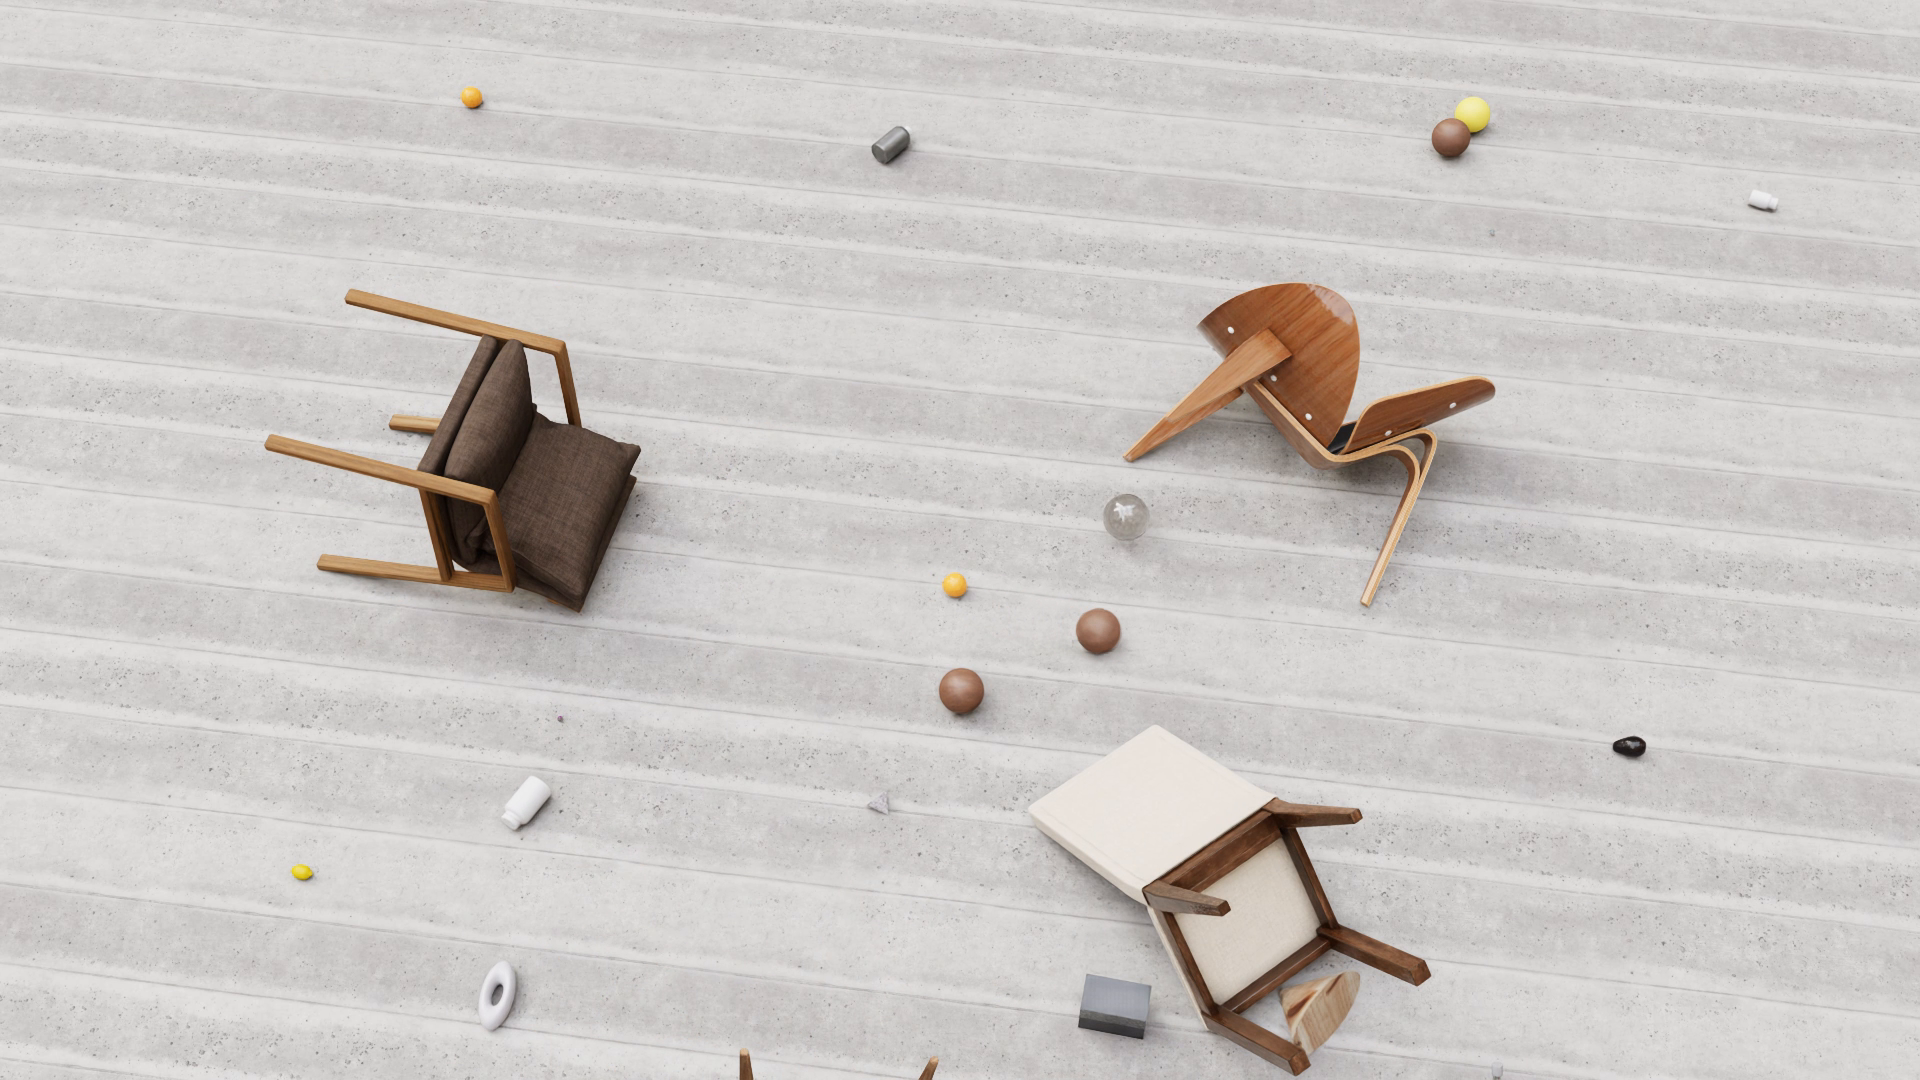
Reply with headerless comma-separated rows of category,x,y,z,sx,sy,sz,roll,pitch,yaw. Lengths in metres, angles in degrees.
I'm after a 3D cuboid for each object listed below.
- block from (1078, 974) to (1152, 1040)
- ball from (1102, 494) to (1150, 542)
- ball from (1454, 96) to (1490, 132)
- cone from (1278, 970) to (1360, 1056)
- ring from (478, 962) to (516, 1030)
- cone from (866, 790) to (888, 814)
block,0.400,1.207,5.688,0.170,0.127,0.098,9,57,6
ball,0.494,-0.067,6.534,0.142,0.142,0.142,0,56,0
ball,1.742,-1.445,7.472,0.119,0.119,0.119,0,56,0
cone,0.890,1.201,5.724,0.163,0.161,0.290,17,46,43
ring,-1.208,1.188,5.741,0.087,0.061,0.188,7,57,2
cone,-0.214,0.734,6.064,0.070,0.065,0.061,-35,91,-13
